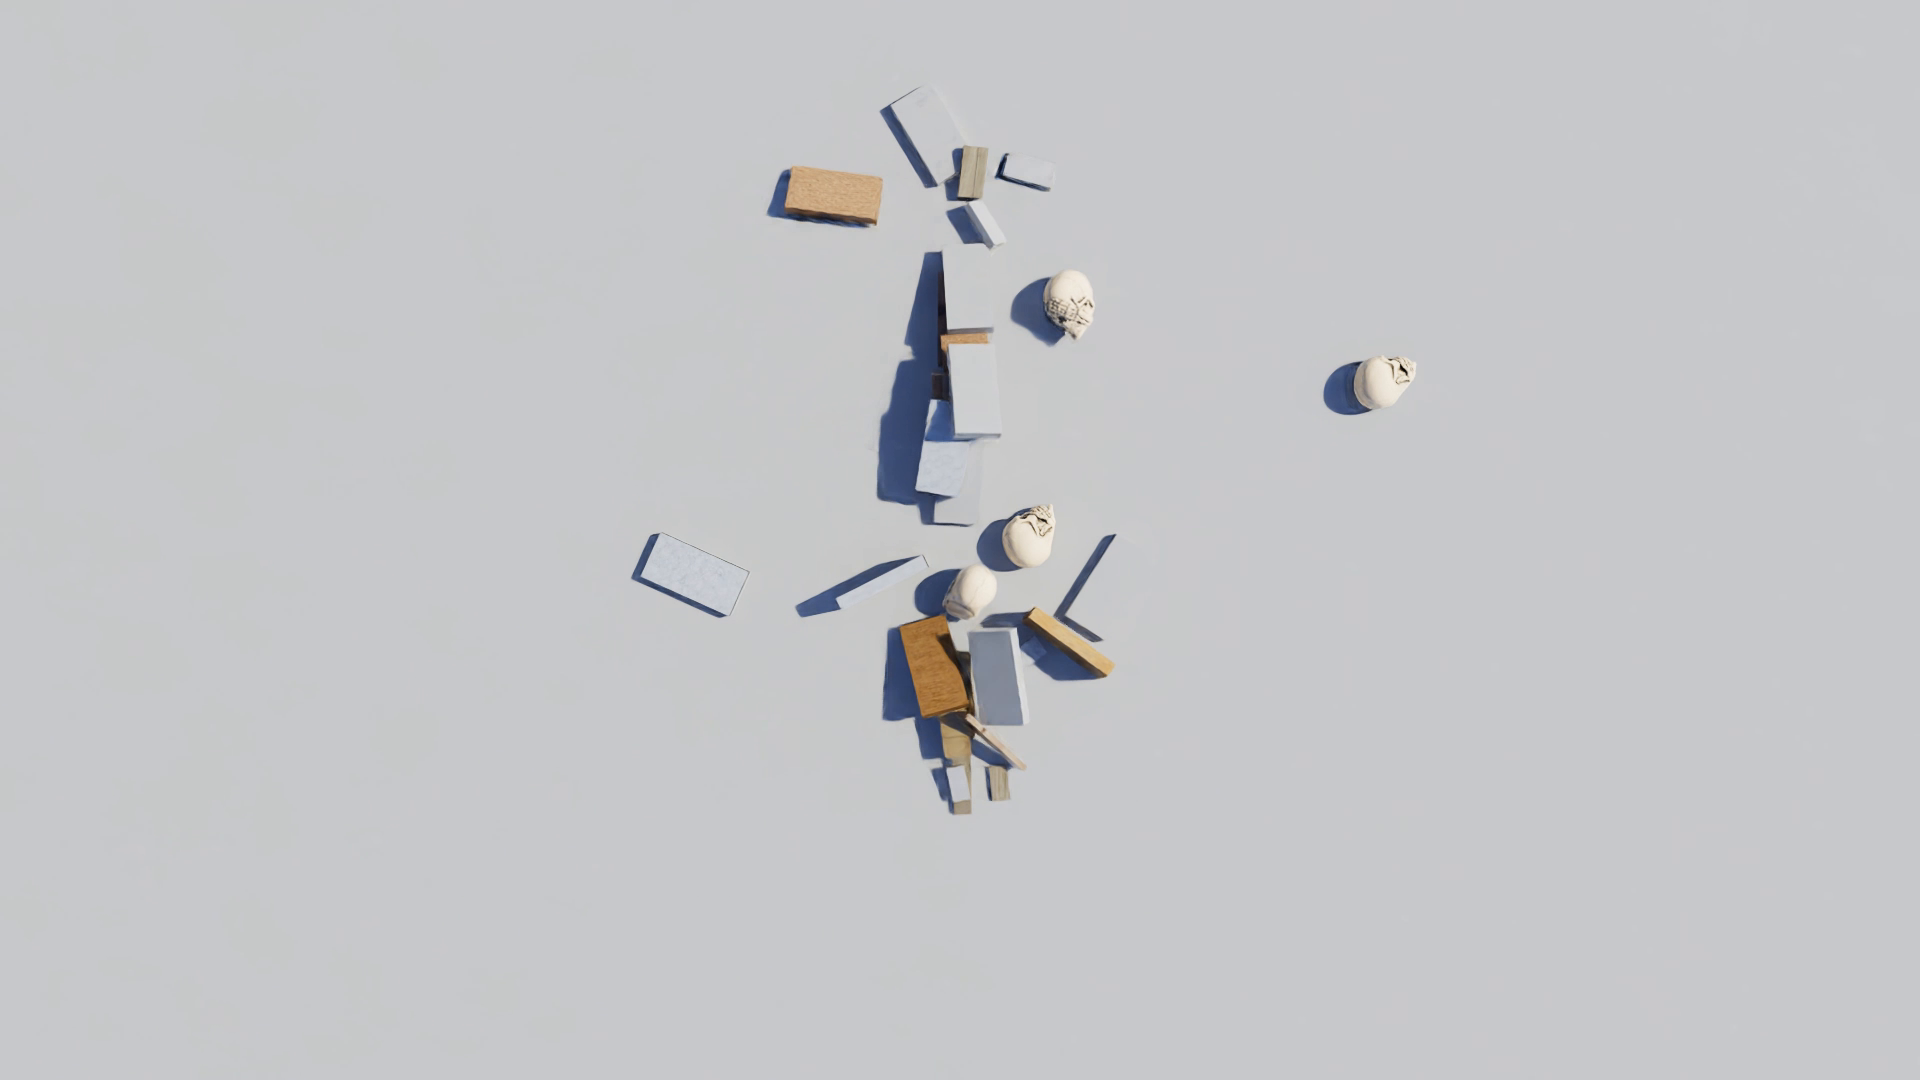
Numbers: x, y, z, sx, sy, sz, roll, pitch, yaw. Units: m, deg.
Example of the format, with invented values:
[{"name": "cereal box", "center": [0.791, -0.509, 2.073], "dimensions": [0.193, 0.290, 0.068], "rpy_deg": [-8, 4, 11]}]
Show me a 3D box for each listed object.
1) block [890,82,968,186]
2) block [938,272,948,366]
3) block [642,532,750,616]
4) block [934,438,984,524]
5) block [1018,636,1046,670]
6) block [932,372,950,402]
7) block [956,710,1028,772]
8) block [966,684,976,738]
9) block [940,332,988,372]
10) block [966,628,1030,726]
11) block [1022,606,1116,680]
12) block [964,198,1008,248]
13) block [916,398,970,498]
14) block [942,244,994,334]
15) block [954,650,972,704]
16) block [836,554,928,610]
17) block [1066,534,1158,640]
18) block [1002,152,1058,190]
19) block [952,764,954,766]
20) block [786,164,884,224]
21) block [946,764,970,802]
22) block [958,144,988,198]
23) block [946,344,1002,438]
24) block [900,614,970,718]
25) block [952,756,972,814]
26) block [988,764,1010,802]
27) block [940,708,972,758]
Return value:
[{"name": "block", "center": [-0.087, -1.348, 5.479], "dimensions": [0.152, 0.043, 0.303], "rpy_deg": [-31, 90, 0]}, {"name": "block", "center": [0.002, -0.733, 5.478], "dimensions": [0.152, 0.043, 0.304], "rpy_deg": [0, 90, 0]}, {"name": "block", "center": [-0.878, 0.113, 5.477], "dimensions": [0.320, 0.045, 0.160], "rpy_deg": [24, 90, 0]}, {"name": "block", "center": [-0.002, -0.204, 5.438], "dimensions": [0.150, 0.042, 0.300], "rpy_deg": [3, 106, 0]}, {"name": "block", "center": [0.213, 0.388, 5.490], "dimensions": [0.140, 0.020, 0.070], "rpy_deg": [-37, 90, 0]}, {"name": "block", "center": [-0.012, -0.403, 5.426], "dimensions": [0.150, 0.042, 0.300], "rpy_deg": [-3, 109, 0]}, {"name": "block", "center": [0.105, 0.658, 5.409], "dimensions": [0.296, 0.070, 0.020], "rpy_deg": [44, 75, -23]}, {"name": "block", "center": [0.002, 0.565, 5.463], "dimensions": [0.089, 0.025, 0.177], "rpy_deg": [-2, 80, 4]}, {"name": "block", "center": [0.023, -0.531, 5.445], "dimensions": [0.152, 0.043, 0.304], "rpy_deg": [-4, 103, 0]}, {"name": "block", "center": [0.124, 0.442, 5.330], "dimensions": [0.157, 0.044, 0.313], "rpy_deg": [-4, 100, 29]}, {"name": "block", "center": [0.355, 0.339, 5.417], "dimensions": [0.320, 0.160, 0.045], "rpy_deg": [36, 79, 0]}, {"name": "block", "center": [0.085, -1.047, 5.460], "dimensions": [0.023, 0.083, 0.166], "rpy_deg": [-32, 90, 37]}, {"name": "block", "center": [-0.046, -0.299, 5.361], "dimensions": [0.150, 0.042, 0.300], "rpy_deg": [10, 97, 0]}, {"name": "block", "center": [0.026, -0.825, 5.415], "dimensions": [0.152, 0.043, 0.304], "rpy_deg": [-3, 72, -1]}, {"name": "block", "center": [-0.007, 0.456, 5.458], "dimensions": [0.089, 0.025, 0.177], "rpy_deg": [0, 78, 5]}, {"name": "block", "center": [-0.253, 0.139, 5.422], "dimensions": [0.313, 0.157, 0.044], "rpy_deg": [-27, 90, 0]}, {"name": "block", "center": [0.502, 0.157, 5.477], "dimensions": [0.160, 0.045, 0.319], "rpy_deg": [33, 90, 0]}, {"name": "block", "center": [0.232, -1.228, 5.486], "dimensions": [0.166, 0.023, 0.083], "rpy_deg": [15, 87, 0]}, {"name": "block", "center": [0.002, 0.745, 5.486], "dimensions": [0.048, 0.014, 0.096], "rpy_deg": [13, 98, -2]}, {"name": "block", "center": [-0.415, -1.143, 5.461], "dimensions": [0.303, 0.043, 0.152], "rpy_deg": [8, 76, 0]}, {"name": "block", "center": [-0.005, 0.805, 5.459], "dimensions": [0.059, 0.017, 0.118], "rpy_deg": [-11, 99, 1]}, {"name": "block", "center": [0.042, -1.217, 5.455], "dimensions": [0.083, 0.023, 0.166], "rpy_deg": [3, 108, -13]}, {"name": "block", "center": [0.045, -0.481, 5.314], "dimensions": [0.152, 0.043, 0.308], "rpy_deg": [-1, 73, -11]}, {"name": "block", "center": [-0.085, 0.415, 5.426], "dimensions": [0.157, 0.044, 0.313], "rpy_deg": [-15, 70, 0]}, {"name": "block", "center": [0.008, 0.807, 5.478], "dimensions": [0.059, 0.017, 0.210], "rpy_deg": [-1, 97, 0]}, {"name": "block", "center": [0.132, 0.809, 5.492], "dimensions": [0.059, 0.017, 0.118], "rpy_deg": [-7, 90, 0]}, {"name": "block", "center": [-0.016, 0.623, 5.422], "dimensions": [0.089, 0.025, 0.177], "rpy_deg": [-7, 94, 4]}]
